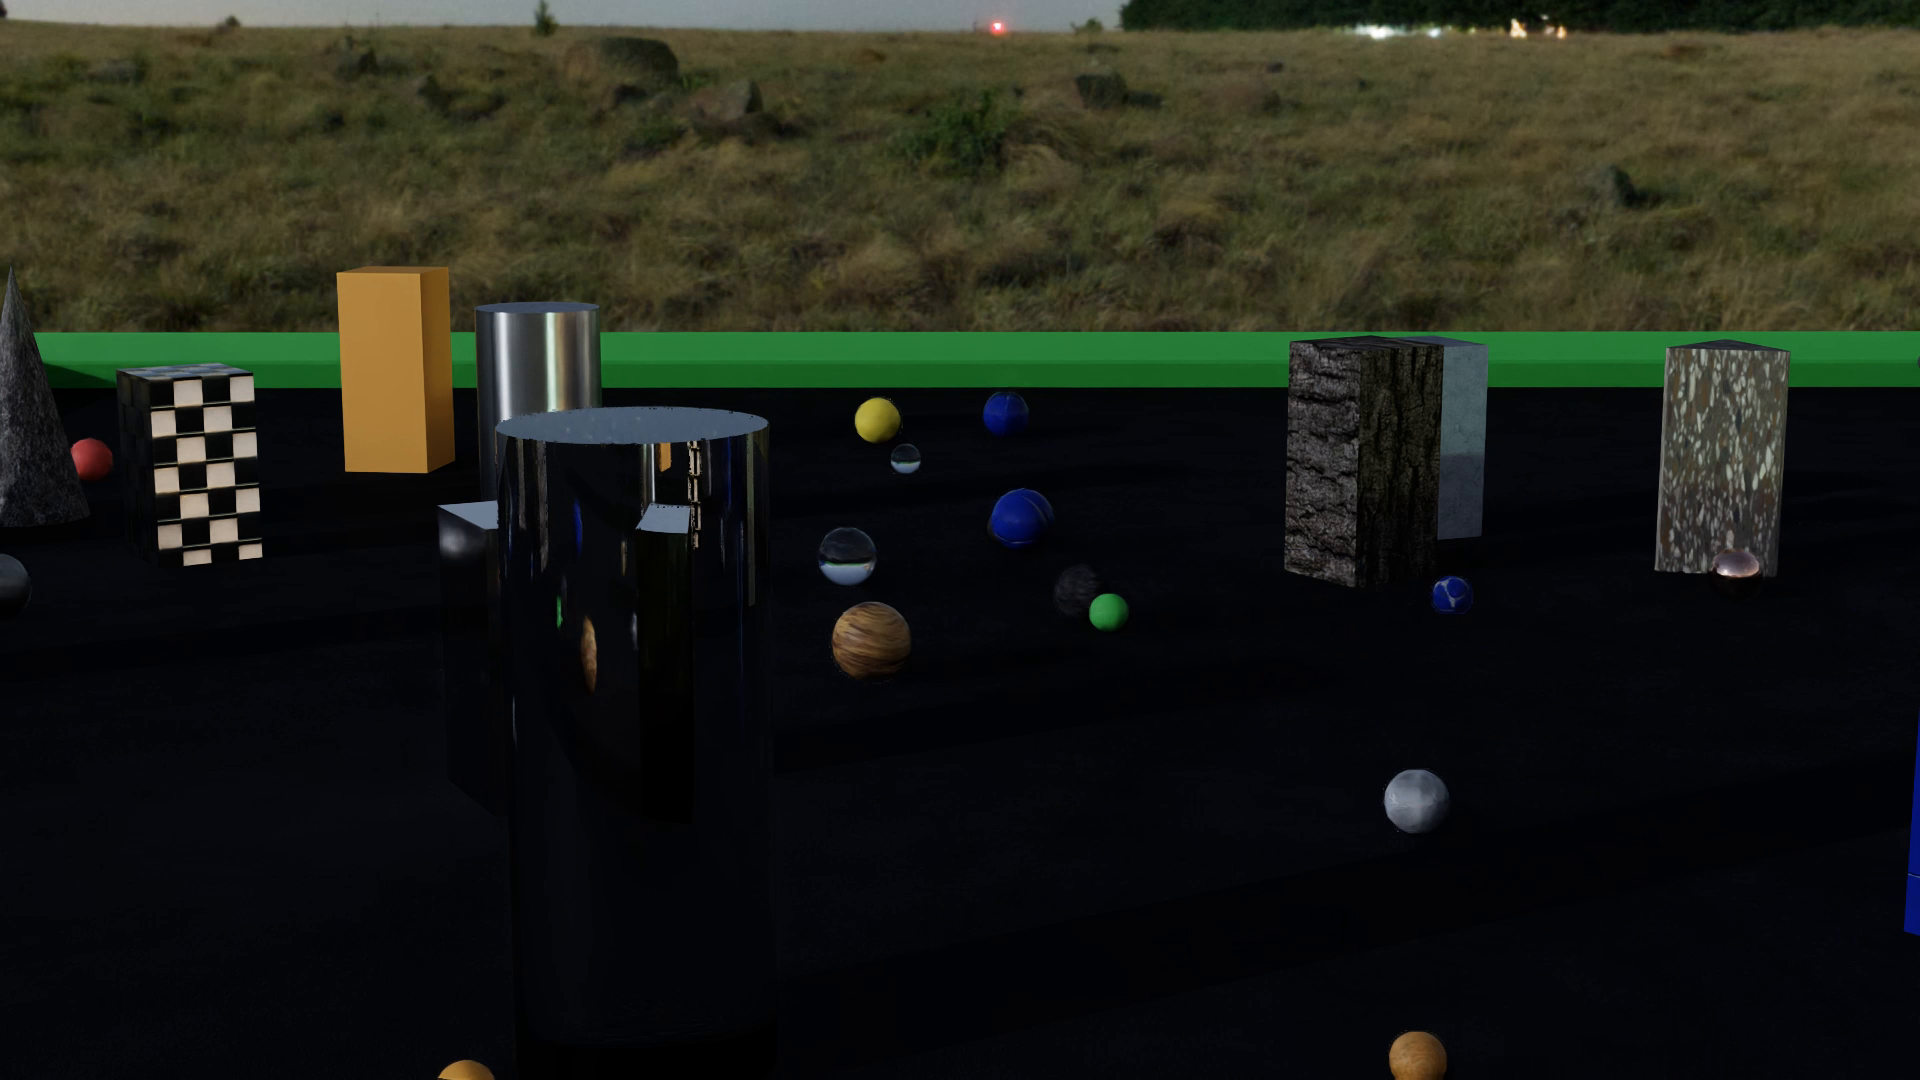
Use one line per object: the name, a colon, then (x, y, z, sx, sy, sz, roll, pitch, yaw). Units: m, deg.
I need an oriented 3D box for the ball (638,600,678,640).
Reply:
ball: (-0.386, 0.101, 3.283, 0.052, 0.052, 0.052, 0, 11, 0)

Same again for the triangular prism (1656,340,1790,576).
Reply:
triangular prism: (1.112, -0.124, 3.746, 0.166, 0.325, 0.144, 3, 11, 16)

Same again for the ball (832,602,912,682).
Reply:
ball: (-0.105, 0.121, 3.057, 0.096, 0.096, 0.096, 0, 11, 0)

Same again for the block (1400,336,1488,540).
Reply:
block: (0.713, -0.161, 4.015, 0.154, 0.299, 0.154, -4, 11, -22)

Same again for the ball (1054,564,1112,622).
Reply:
ball: (0.163, 0.070, 3.387, 0.076, 0.076, 0.076, 0, 11, 0)

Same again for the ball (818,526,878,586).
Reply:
ball: (-0.159, 0.024, 3.612, 0.084, 0.084, 0.084, 0, 11, 0)

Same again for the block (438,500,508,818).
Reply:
block: (-0.424, 0.112, 2.587, 0.154, 0.286, 0.154, -6, 12, -28)

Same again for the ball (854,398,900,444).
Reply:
ball: (-0.160, -0.231, 4.965, 0.089, 0.089, 0.089, 0, 11, 0)

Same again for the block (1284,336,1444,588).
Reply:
block: (0.578, -0.116, 3.680, 0.154, 0.334, 0.154, -7, 12, -32)

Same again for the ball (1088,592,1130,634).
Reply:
ball: (0.193, 0.094, 3.319, 0.053, 0.053, 0.053, 0, 11, 0)

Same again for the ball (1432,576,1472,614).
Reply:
ball: (0.658, 0.073, 3.433, 0.052, 0.052, 0.052, 0, 11, 0)

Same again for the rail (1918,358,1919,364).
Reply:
rail: (2.197, 0.030, 3.462, 0.045, 0.125, 4.828, 0, 11, 0)

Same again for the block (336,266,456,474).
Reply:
block: (-1.024, -0.312, 4.667, 0.154, 0.358, 0.154, 1, 11, 8)

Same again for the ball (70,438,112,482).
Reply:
ball: (-1.532, -0.141, 4.519, 0.076, 0.076, 0.076, 0, 11, 0)

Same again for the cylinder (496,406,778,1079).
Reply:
cylinder: (-0.231, 0.151, 1.858, 0.192, 0.474, 0.192, 0, 11, 0)

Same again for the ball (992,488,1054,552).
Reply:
ball: (0.095, -0.030, 3.866, 0.096, 0.096, 0.096, 0, 11, 0)

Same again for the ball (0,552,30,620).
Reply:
ball: (-1.277, 0.061, 3.390, 0.091, 0.091, 0.091, 0, 11, 0)

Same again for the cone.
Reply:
cone: (-1.516, -0.240, 4.135, 0.192, 0.411, 0.192, 0, 11, 0)

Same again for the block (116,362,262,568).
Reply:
block: (-1.149, -0.114, 3.825, 0.154, 0.277, 0.154, -7, 13, -35)

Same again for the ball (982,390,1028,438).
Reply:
ball: (0.090, -0.248, 5.054, 0.091, 0.091, 0.091, 0, 11, 0)

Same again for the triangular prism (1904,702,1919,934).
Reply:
triangular prism: (0.910, 0.149, 2.126, 0.144, 0.381, 0.166, -7, 13, -35)

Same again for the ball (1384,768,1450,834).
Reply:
ball: (0.437, 0.250, 2.454, 0.062, 0.062, 0.062, 0, 11, 0)

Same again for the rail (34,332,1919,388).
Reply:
rail: (-0.014, -0.405, 5.799, 4.441, 0.125, 0.045, 0, 11, 0)

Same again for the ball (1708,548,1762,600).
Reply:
ball: (1.062, 0.047, 3.517, 0.072, 0.072, 0.072, 0, 11, 0)

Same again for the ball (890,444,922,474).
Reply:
ball: (-0.097, -0.145, 4.595, 0.055, 0.055, 0.055, 0, 11, 0)

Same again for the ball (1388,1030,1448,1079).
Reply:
ball: (0.329, 0.374, 1.844, 0.042, 0.042, 0.042, 0, 11, 0)

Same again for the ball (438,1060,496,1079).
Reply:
ball: (-0.344, 0.384, 1.788, 0.043, 0.043, 0.043, 0, 11, 0)

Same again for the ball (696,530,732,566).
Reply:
ball: (-0.360, 0.012, 3.756, 0.054, 0.054, 0.054, 0, 11, 0)

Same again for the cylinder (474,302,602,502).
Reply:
cylinder: (-0.655, -0.187, 4.006, 0.192, 0.354, 0.192, 0, 11, 0)

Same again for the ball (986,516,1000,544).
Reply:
ball: (0.066, -0.020, 3.934, 0.051, 0.051, 0.051, 0, 11, 0)
